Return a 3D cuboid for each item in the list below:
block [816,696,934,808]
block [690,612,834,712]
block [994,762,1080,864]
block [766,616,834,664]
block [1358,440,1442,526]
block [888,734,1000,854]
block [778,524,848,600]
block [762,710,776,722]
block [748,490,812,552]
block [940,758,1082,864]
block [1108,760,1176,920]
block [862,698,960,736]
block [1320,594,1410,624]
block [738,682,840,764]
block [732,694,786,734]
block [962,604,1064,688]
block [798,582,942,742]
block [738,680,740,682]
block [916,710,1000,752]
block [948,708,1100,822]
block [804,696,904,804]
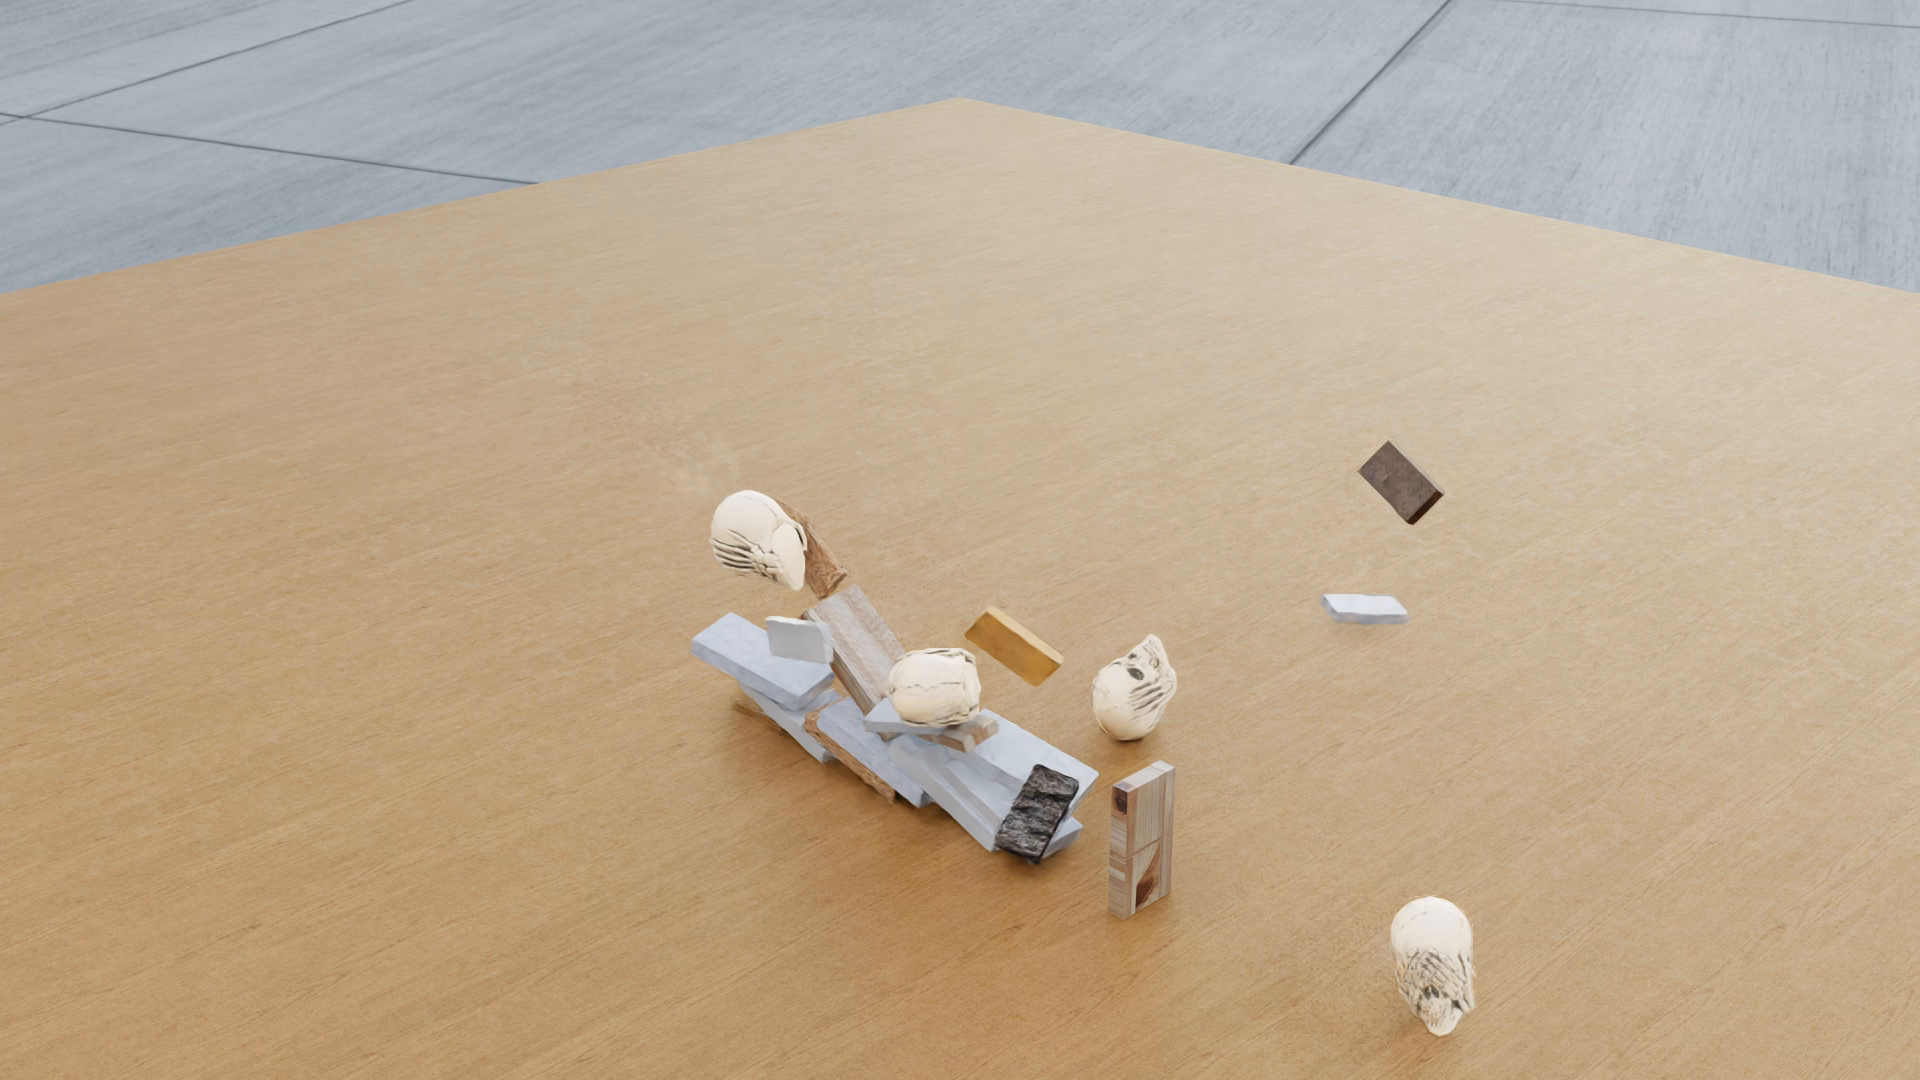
[{"bbox_3d":[-0.133,0.426,4.550,0.156,0.044,0.312,-22,45,-41],"label":"block"},{"bbox_3d":[-0.427,0.262,4.759,0.284,0.040,0.142,27,35,20],"label":"block"},{"bbox_3d":[0.149,0.528,4.256,0.093,0.026,0.186,22,57,16],"label":"block"},{"bbox_3d":[-0.321,0.200,4.398,0.157,0.078,0.022,6,21,40],"label":"block"},{"bbox_3d":[0.934,-0.122,4.671,0.026,0.093,0.186,31,17,-44],"label":"block"},{"bbox_3d":[0.017,0.487,4.424,0.156,0.044,0.312,-22,51,-40],"label":"block"},{"bbox_3d":[-0.304,0.037,4.532,0.157,0.078,0.022,52,28,19],"label":"block"},{"bbox_3d":[-0.344,0.388,4.768,0.081,0.023,0.161,-21,40,-40],"label":"block"},{"bbox_3d":[-0.374,-0.039,4.551,0.022,0.078,0.157,16,9,-45],"label":"block"},{"bbox_3d":[0.100,0.518,4.345,0.135,0.038,0.270,-21,50,-40],"label":"block"},{"bbox_3d":[0.339,0.559,4.098,0.038,0.270,0.135,21,31,41],"label":"block"},{"bbox_3d":[-0.099,0.355,4.421,0.175,0.025,0.088,0,27,33],"label":"block"},{"bbox_3d":[0.955,0.163,5.198,0.186,0.026,0.093,2,26,-18],"label":"block"},{"bbox_3d":[-0.332,0.359,4.737,0.142,0.040,0.284,-21,49,-40],"label":"block"},{"bbox_3d":[-0.418,0.377,4.843,0.161,0.023,0.081,21,31,40],"label":"block"},{"bbox_3d":[0.102,0.202,4.181,0.175,0.088,0.025,36,43,-7],"label":"block"},{"bbox_3d":[-0.187,0.253,4.572,0.156,0.044,0.312,-30,82,-45],"label":"block"},{"bbox_3d":[-0.444,0.299,4.837,0.081,0.023,0.161,-21,47,-40],"label":"block"},{"bbox_3d":[-0.007,0.376,4.377,0.088,0.025,0.175,-30,21,-28],"label":"block"},{"bbox_3d":[0.128,0.446,4.386,0.270,0.038,0.135,29,38,16],"label":"block"},{"bbox_3d":[-0.181,0.433,4.604,0.142,0.040,0.284,-21,45,-40],"label":"block"}]
